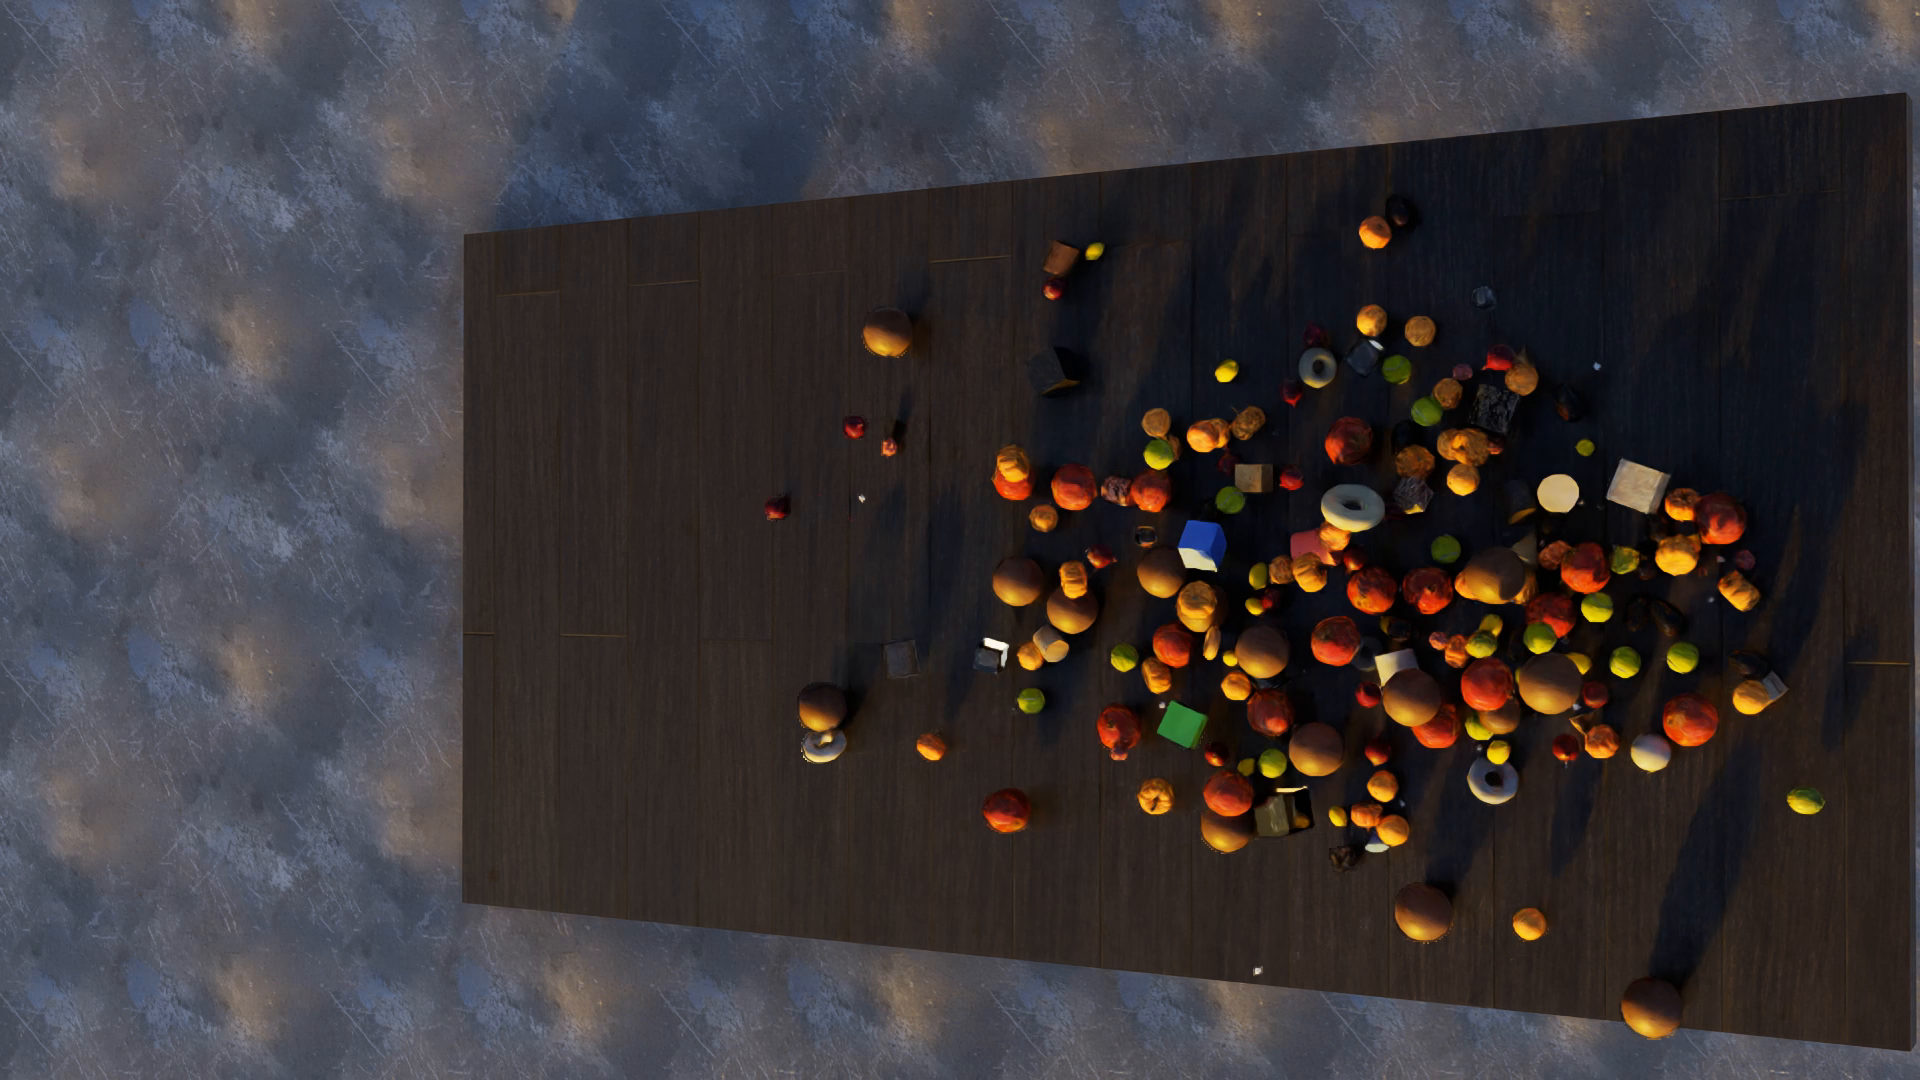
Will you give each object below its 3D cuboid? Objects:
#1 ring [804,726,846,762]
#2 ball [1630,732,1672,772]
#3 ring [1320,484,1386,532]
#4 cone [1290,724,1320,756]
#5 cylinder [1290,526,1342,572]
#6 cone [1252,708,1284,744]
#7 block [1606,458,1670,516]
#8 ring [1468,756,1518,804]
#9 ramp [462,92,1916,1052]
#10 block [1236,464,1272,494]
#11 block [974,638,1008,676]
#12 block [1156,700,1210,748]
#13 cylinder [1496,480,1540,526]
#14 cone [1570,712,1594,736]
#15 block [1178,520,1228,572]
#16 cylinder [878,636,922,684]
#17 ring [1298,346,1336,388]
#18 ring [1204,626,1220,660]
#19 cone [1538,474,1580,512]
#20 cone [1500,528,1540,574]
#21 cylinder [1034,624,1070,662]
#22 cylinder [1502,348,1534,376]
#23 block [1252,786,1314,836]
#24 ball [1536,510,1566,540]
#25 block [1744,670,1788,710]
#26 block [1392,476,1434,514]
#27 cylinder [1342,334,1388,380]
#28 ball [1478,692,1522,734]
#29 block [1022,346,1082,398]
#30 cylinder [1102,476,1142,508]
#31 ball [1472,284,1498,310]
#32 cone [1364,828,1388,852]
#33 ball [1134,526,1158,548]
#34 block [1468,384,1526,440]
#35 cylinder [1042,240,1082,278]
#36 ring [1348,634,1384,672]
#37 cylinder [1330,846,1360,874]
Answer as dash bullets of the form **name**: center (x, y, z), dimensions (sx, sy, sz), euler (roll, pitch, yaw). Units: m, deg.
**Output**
- **ring**: center (-0.360, 0.546, 5.868), dimensions (0.118, 0.118, 0.039), euler (-19, 127, 0)
- **ball**: center (1.509, 0.462, 4.802), dimensions (0.085, 0.085, 0.085), euler (0, 89, 0)
- **ring**: center (0.895, -0.075, 5.011), dimensions (0.146, 0.146, 0.049), euler (1, 130, 0)
- **cone**: center (0.807, 0.490, 5.236), dimensions (0.076, 0.076, 0.076), euler (24, 133, 0)
- **cylinder**: center (0.840, 0.021, 5.187), dimensions (0.093, 0.093, 0.093), euler (-12, 89, 29)
- **cone**: center (0.751, 0.436, 5.252), dimensions (0.080, 0.080, 0.080), euler (24, 89, 0)
- **block**: center (1.460, -0.114, 4.732), dimensions (0.093, 0.093, 0.093), euler (23, 99, 27)
- **ring**: center (1.208, 0.542, 4.979), dimensions (0.115, 0.038, 0.115), euler (0, 67, 1)
- **ramp**: center (0.270, 0.075, 5.627), dimensions (4.000, 0.100, 2.000), euler (0, 89, 30)
- **block**: center (0.706, -0.147, 5.280), dimensions (0.068, 0.068, 0.068), euler (0, 90, 30)
- **block**: center (0.079, 0.297, 5.598), dimensions (0.063, 0.063, 0.063), euler (16, 114, 17)
- **block**: center (0.538, 0.445, 5.306), dimensions (0.087, 0.087, 0.087), euler (25, 92, 16)
- **cylinder**: center (1.254, -0.084, 4.945), dimensions (0.077, 0.077, 0.077), euler (-12, 63, 0)
- **cone**: center (1.395, 0.399, 4.899), dimensions (0.052, 0.052, 0.052), euler (-43, 90, 0)
- **block**: center (0.578, 0.013, 5.237), dimensions (0.082, 0.082, 0.082), euler (7, 57, 28)
- **cylinder**: center (-0.156, 0.312, 5.755), dimensions (0.093, 0.093, 0.093), euler (-22, 66, 0)
- **ring**: center (0.845, -0.409, 5.196), dimensions (0.097, 0.032, 0.097), euler (-2, 99, -16)
- **ring**: center (0.600, 0.246, 5.239), dimensions (0.027, 0.081, 0.081), euler (12, 89, -5)
- **cone**: center (1.331, -0.114, 4.910), dimensions (0.090, 0.090, 0.090), euler (2, 103, 9)
- **cone**: center (1.281, 0.013, 4.960), dimensions (0.096, 0.096, 0.096), euler (27, 76, 0)
- **cylinder**: center (0.229, 0.260, 5.520), dimensions (0.069, 0.069, 0.069), euler (-14, 130, -18)
- **cylinder**: center (1.261, -0.402, 4.970), dimensions (0.055, 0.055, 0.055), euler (-13, 89, 37)
- **block**: center (0.765, 0.643, 5.204), dimensions (0.095, 0.095, 0.095), euler (-10, 89, -43)
- **ball**: center (1.323, -0.034, 4.924), dimensions (0.066, 0.066, 0.066), euler (0, 89, 0)
- **block**: center (1.719, 0.321, 4.688), dimensions (0.053, 0.053, 0.053), euler (-27, 70, -21)
- **block**: center (1.033, -0.102, 5.017), dimensions (0.058, 0.058, 0.058), euler (42, 69, -22)
- **cylinder**: center (0.945, -0.429, 5.140), dimensions (0.076, 0.076, 0.076), euler (40, 111, 0)
- **ball**: center (1.201, 0.385, 4.892), dimensions (0.096, 0.096, 0.096), euler (0, 89, 0)
- **block**: center (0.234, -0.423, 5.541), dimensions (0.093, 0.093, 0.093), euler (-28, 76, 27)
- **cylinder**: center (0.400, -0.121, 5.450), dimensions (0.070, 0.070, 0.070), euler (12, 89, 38)
- **ball**: center (1.195, -0.553, 5.008), dimensions (0.059, 0.059, 0.059), euler (0, 89, 0)
- **cone**: center (0.973, 0.695, 5.143), dimensions (0.054, 0.054, 0.054), euler (4, 61, 0)
- **ball**: center (0.440, -0.007, 5.199), dimensions (0.055, 0.055, 0.055), euler (0, 89, 0)
- **block**: center (1.211, -0.289, 4.958), dimensions (0.092, 0.092, 0.092), euler (20, 92, 24)
- **cylinder**: center (0.257, -0.708, 5.537), dimensions (0.076, 0.076, 0.076), euler (21, 103, 0)
- **ring**: center (0.953, 0.265, 5.156), dimensions (0.089, 0.030, 0.089), euler (-1, 87, 31)
- **cylinder**: center (0.903, 0.751, 5.162), dimensions (0.054, 0.054, 0.054), euler (-16, 78, 0)
